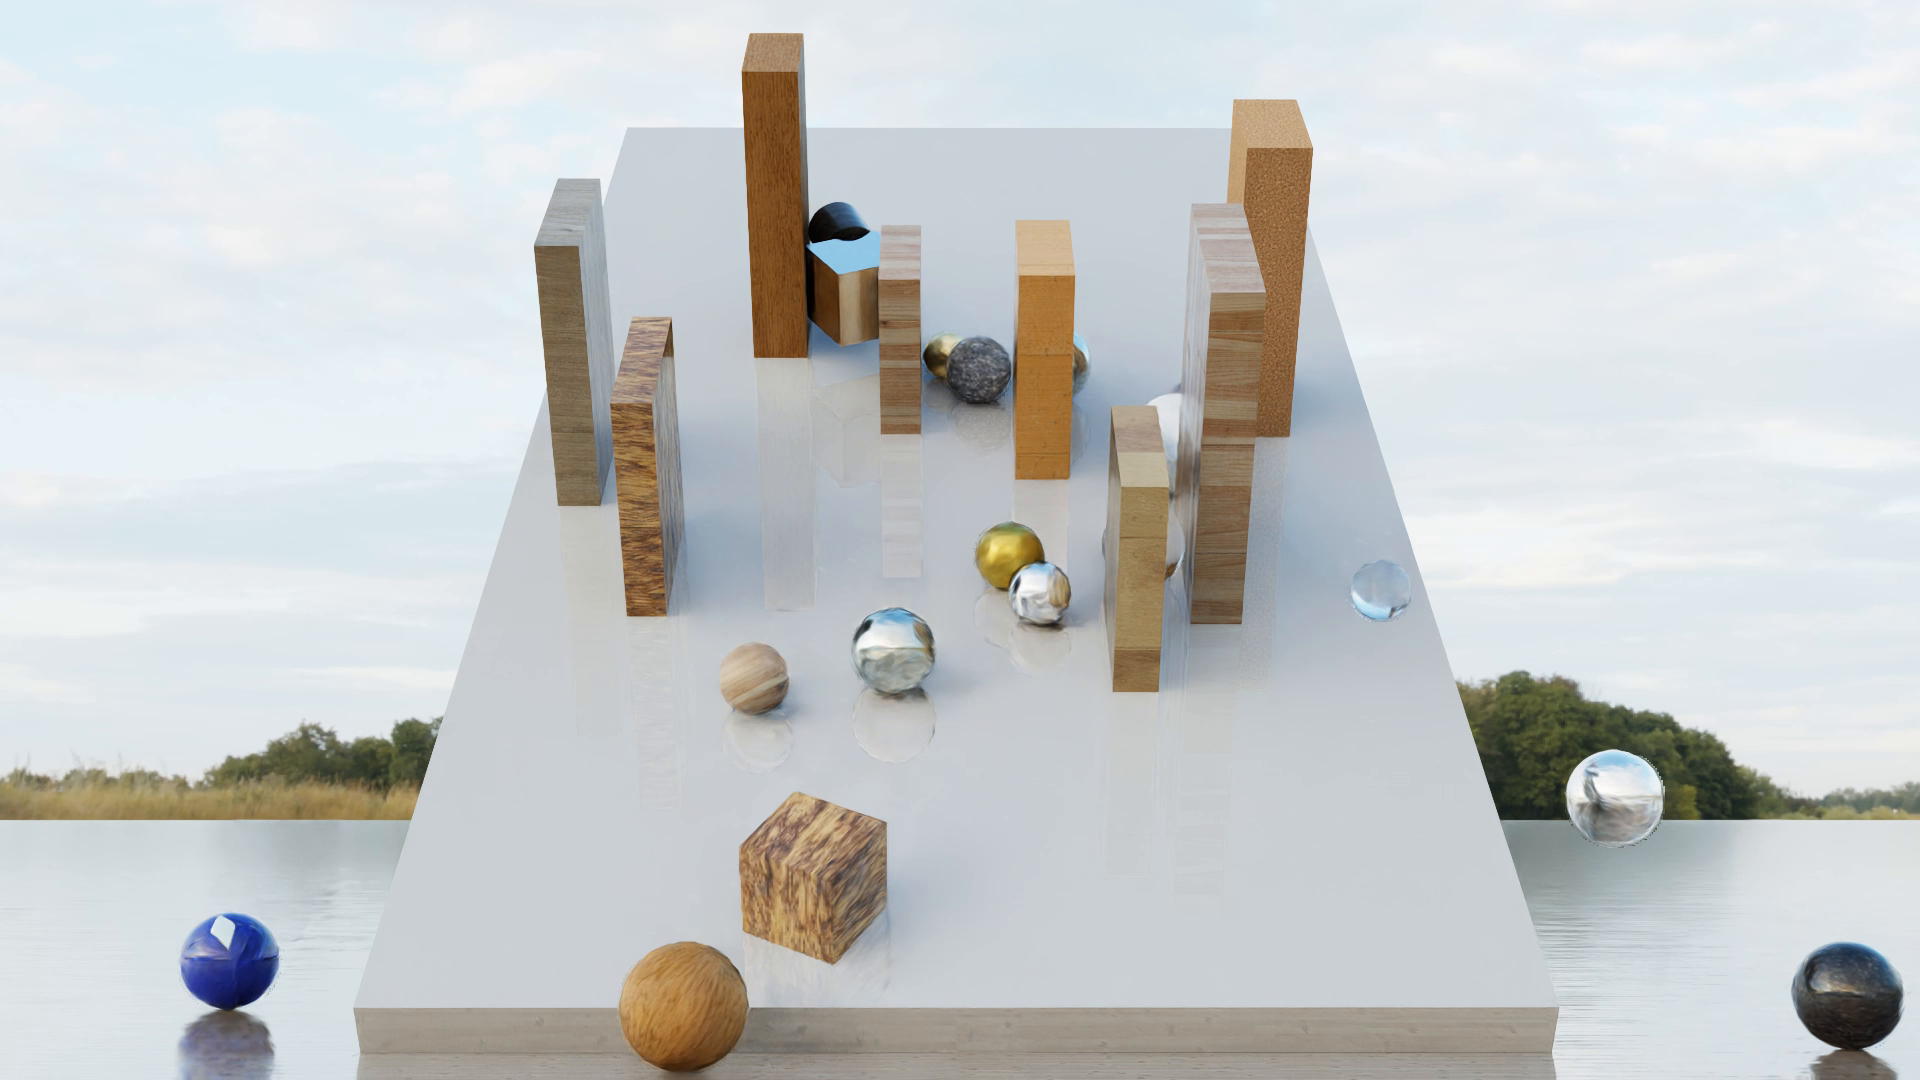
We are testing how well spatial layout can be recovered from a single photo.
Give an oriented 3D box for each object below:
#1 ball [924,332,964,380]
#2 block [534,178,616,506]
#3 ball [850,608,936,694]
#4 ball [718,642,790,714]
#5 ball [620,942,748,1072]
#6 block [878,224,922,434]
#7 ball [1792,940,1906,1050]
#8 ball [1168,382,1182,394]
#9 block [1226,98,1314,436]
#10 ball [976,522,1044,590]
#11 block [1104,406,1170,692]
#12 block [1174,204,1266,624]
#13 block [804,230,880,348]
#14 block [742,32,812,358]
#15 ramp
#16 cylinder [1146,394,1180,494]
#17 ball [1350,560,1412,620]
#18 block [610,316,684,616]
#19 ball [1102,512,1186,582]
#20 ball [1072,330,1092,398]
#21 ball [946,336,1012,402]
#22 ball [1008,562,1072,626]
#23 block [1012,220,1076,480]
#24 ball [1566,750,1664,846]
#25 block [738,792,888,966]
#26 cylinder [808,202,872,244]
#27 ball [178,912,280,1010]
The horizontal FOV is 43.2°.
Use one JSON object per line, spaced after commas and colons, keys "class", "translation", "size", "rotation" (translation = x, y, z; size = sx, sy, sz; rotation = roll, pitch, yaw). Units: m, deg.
{"class": "ball", "translation": [-0.032, -0.455, 5.977], "size": [0.117, 0.117, 0.117], "rotation": [0, -6, 0]}
{"class": "block", "translation": [-0.855, -0.444, 5.447], "size": [0.095, 0.634, 0.373], "rotation": [0, 31, 0]}
{"class": "ball", "translation": [-0.131, 0.218, 4.792], "size": [0.169, 0.169, 0.169], "rotation": [0, -6, 0]}
{"class": "ball", "translation": [-0.401, 0.270, 4.730], "size": [0.141, 0.141, 0.141], "rotation": [0, -6, 0]}
{"class": "ball", "translation": [-0.430, 0.727, 3.780], "size": [0.200, 0.200, 0.200], "rotation": [0, -6, 0]}
{"class": "block", "translation": [-0.140, -0.502, 5.778], "size": [0.095, 0.401, 0.312], "rotation": [0, 31, 0]}
{"class": "ball", "translation": [1.517, 0.777, 4.144], "size": [0.184, 0.184, 0.184], "rotation": [0, -6, 0]}
{"class": "ball", "translation": [0.555, -0.282, 5.624], "size": [0.185, 0.185, 0.185], "rotation": [0, -6, 0]}
{"class": "block", "translation": [0.707, -0.634, 5.687], "size": [0.147, 0.726, 0.305], "rotation": [0, 31, 0]}
{"class": "ball", "translation": [0.105, 0.035, 5.124], "size": [0.146, 0.146, 0.146], "rotation": [0, -6, 0]}
{"class": "block", "translation": [0.349, 0.016, 4.842], "size": [0.091, 0.468, 0.331], "rotation": [0, 31, 0]}
{"class": "block", "translation": [0.532, -0.261, 5.029], "size": [0.106, 0.755, 0.436], "rotation": [0, 31, 0]}
{"class": "block", "translation": [-0.250, -0.620, 5.979], "size": [0.194, 0.194, 0.194], "rotation": [-15, 34, -24]}
{"class": "block", "translation": [-0.450, -0.850, 6.020], "size": [0.133, 0.750, 0.275], "rotation": [0, 31, 0]}
{"class": "ramp", "translation": [-0.014, -0.204, 5.766], "size": [2.000, 0.100, 4.000], "rotation": [0, 31, 0]}
{"class": "cylinder", "translation": [0.473, -0.215, 5.444], "size": [0.167, 0.167, 0.167], "rotation": [1, -25, -5]}
{"class": "ball", "translation": [0.874, 0.104, 5.034], "size": [0.125, 0.125, 0.125], "rotation": [0, -6, 0]}
{"class": "block", "translation": [-0.652, -0.157, 5.096], "size": [0.083, 0.500, 0.398], "rotation": [0, 31, 0]}
{"class": "ball", "translation": [0.389, 0.011, 5.135], "size": [0.178, 0.178, 0.178], "rotation": [0, -6, 0]}
{"class": "ball", "translation": [0.224, -0.426, 5.857], "size": [0.191, 0.191, 0.191], "rotation": [0, -6, 0]}
{"class": "ball", "translation": [0.045, -0.412, 5.864], "size": [0.160, 0.160, 0.160], "rotation": [0, -6, 0]}
{"class": "ball", "translation": [0.166, 0.110, 5.013], "size": [0.131, 0.131, 0.131], "rotation": [0, -6, 0]}
{"class": "block", "translation": [0.189, -0.436, 5.562], "size": [0.124, 0.511, 0.306], "rotation": [0, 31, 0]}
{"class": "ball", "translation": [1.345, 0.529, 4.985], "size": [0.195, 0.195, 0.195], "rotation": [0, -6, 0]}
{"class": "block", "translation": [-0.250, 0.579, 4.170], "size": [0.182, 0.182, 0.182], "rotation": [16, 34, 24]}
{"class": "cylinder", "translation": [-0.294, -0.755, 6.109], "size": [0.144, 0.144, 0.144], "rotation": [3, 31, -24]}
{"class": "ball", "translation": [-1.503, 0.864, 4.992], "size": [0.199, 0.199, 0.199], "rotation": [0, -6, 0]}
